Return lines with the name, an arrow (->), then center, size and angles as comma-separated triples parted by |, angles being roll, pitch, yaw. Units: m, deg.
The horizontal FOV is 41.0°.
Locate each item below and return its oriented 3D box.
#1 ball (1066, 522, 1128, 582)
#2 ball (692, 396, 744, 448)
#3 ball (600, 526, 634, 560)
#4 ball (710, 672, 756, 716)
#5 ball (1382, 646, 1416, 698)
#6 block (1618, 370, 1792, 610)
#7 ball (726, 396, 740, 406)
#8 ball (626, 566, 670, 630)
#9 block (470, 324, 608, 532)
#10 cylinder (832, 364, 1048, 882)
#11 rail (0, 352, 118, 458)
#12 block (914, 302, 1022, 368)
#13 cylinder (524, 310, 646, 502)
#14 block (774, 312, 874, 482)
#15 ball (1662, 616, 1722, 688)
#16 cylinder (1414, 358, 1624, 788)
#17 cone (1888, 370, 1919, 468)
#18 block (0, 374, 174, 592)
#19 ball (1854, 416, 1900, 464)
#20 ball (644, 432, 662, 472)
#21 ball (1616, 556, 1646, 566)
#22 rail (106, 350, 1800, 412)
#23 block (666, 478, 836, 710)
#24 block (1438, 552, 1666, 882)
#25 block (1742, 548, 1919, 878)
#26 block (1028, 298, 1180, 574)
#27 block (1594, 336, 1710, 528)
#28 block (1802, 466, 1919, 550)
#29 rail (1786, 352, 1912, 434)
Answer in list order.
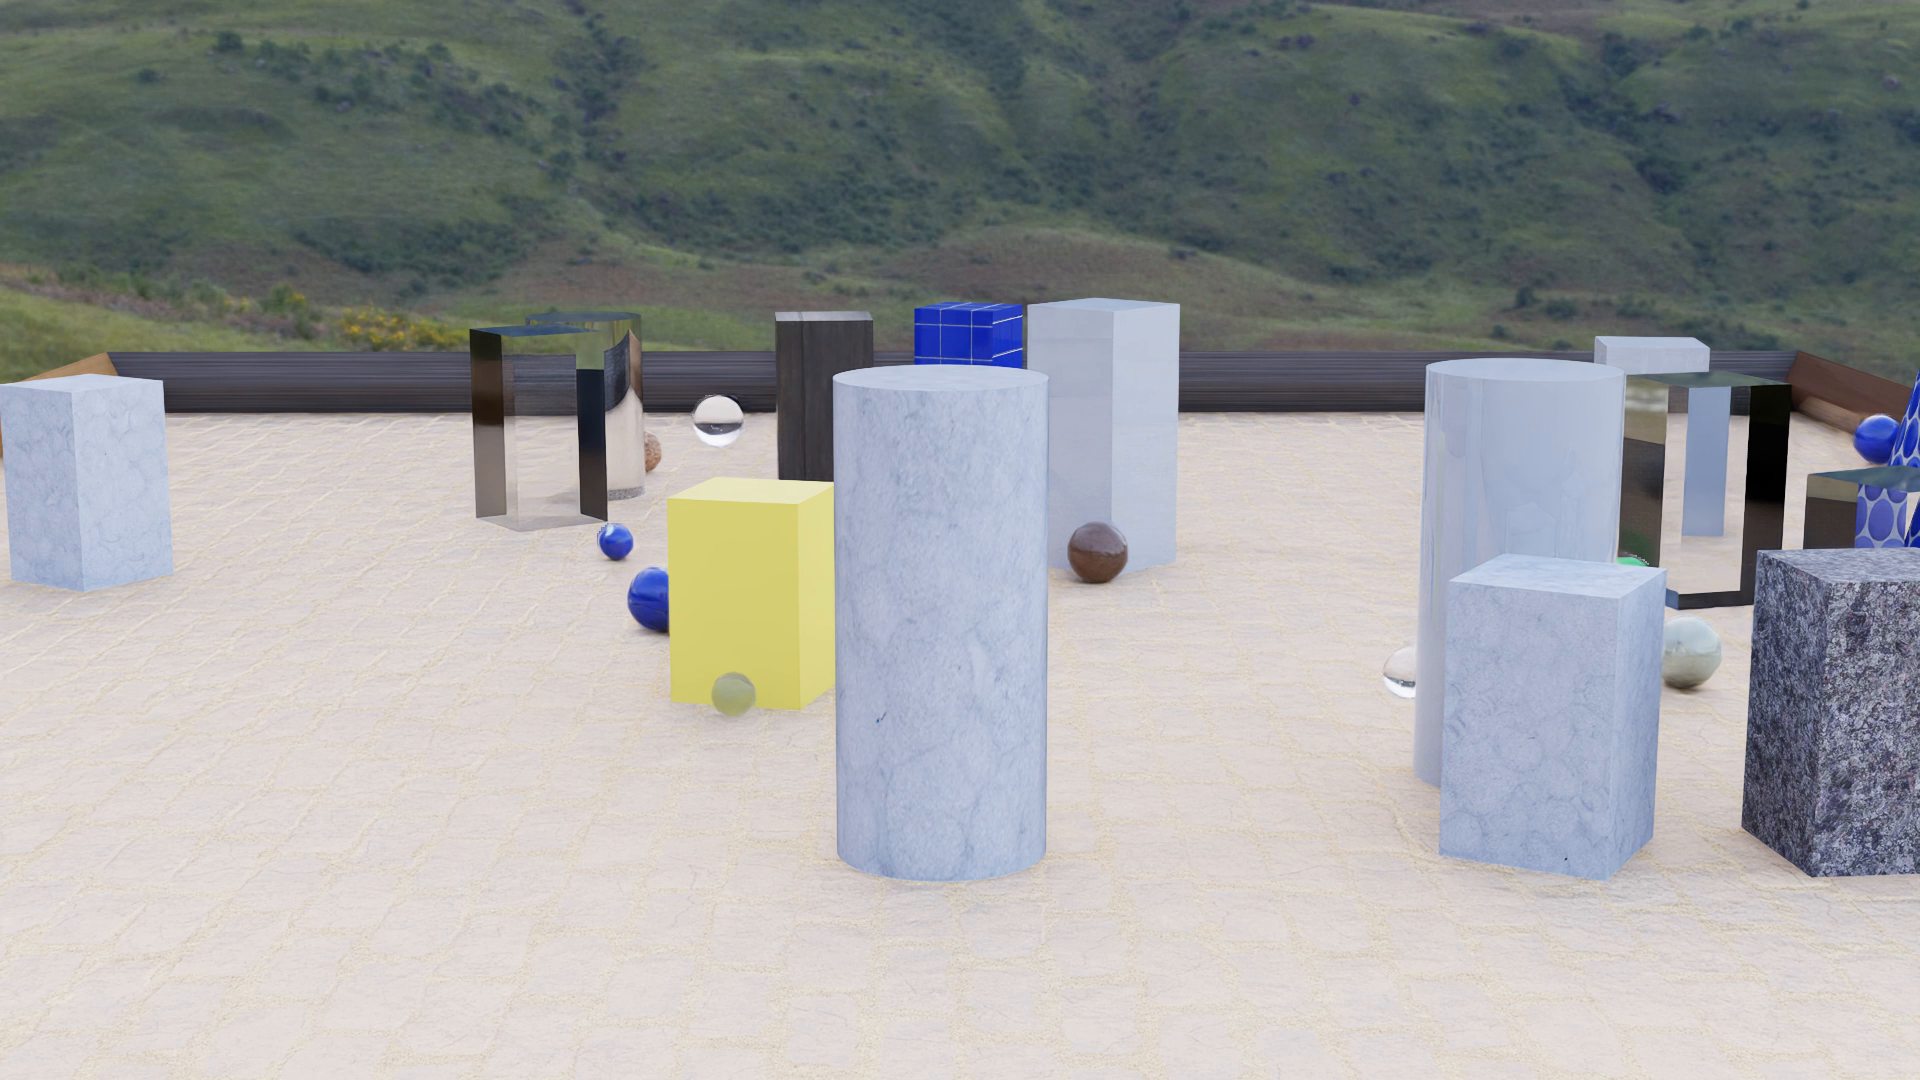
ball -> 0.196, 0.017, 3.651 | 0.088, 0.088, 0.088 | 0, 10, 0
ball -> -0.466, -0.228, 4.946 | 0.098, 0.098, 0.098 | 0, 10, 0
ball -> -0.512, 0.003, 3.827 | 0.051, 0.051, 0.051 | 0, 10, 0
ball -> -0.256, 0.175, 2.901 | 0.051, 0.051, 0.051 | 0, 10, 0
ball -> 0.522, 0.155, 2.983 | 0.060, 0.060, 0.060 | 0, 10, 0
block -> 1.023, -0.071, 3.538 | 0.158, 0.302, 0.158 | -3, 11, -16
ball -> -0.484, -0.284, 5.404 | 0.042, 0.042, 0.042 | 0, 10, 0
ball -> -0.392, 0.076, 3.342 | 0.084, 0.084, 0.084 | 0, 10, 0
block -> -0.678, -0.184, 4.131 | 0.158, 0.309, 0.158 | -7, 13, -35
cylinder -> -0.017, 0.071, 2.373 | 0.197, 0.446, 0.197 | 0, 10, 0
rail -> -1.770, 0.035, 3.439 | 0.045, 0.128, 4.052 | 0, 10, 0
block -> 0.017, -0.306, 4.877 | 0.158, 0.276, 0.158 | 4, 11, 21
cylinder -> -0.641, -0.231, 4.393 | 0.197, 0.305, 0.197 | 0, 10, 0
block -> -0.227, -0.217, 4.290 | 0.158, 0.315, 0.158 | -1, 11, -5
ball -> 0.859, 0.132, 3.038 | 0.085, 0.085, 0.085 | 0, 10, 0
cylinder -> 0.571, 0.035, 2.634 | 0.197, 0.423, 0.197 | 0, 10, 0
cone -> 1.433, -0.167, 3.766 | 0.197, 0.407, 0.197 | 0, 10, 0
block -> -1.249, -0.085, 3.672 | 0.158, 0.281, 0.158 | 7, 12, 32
ball -> 1.698, -0.186, 4.739 | 0.090, 0.090, 0.090 | 0, 10, 0
ball -> -0.576, -0.159, 4.634 | 0.076, 0.076, 0.076 | 0, 10, 0
ball -> 0.912, 0.055, 3.509 | 0.065, 0.065, 0.065 | 0, 10, 0
rail -> -0.012, -0.332, 5.417 | 3.587, 0.128, 0.045 | 0, 10, 0
block -> -0.238, 0.060, 3.006 | 0.158, 0.239, 0.158 | 3, 11, 15
block -> 0.555, 0.161, 2.399 | 0.158, 0.261, 0.158 | 6, 12, 30
block -> 0.843, 0.157, 2.390 | 0.158, 0.273, 0.158 | -1, 11, -6
block -> 0.210, -0.155, 3.772 | 0.158, 0.382, 0.158 | 9, 14, 40
block -> 1.107, -0.175, 4.133 | 0.158, 0.289, 0.158 | 1, 11, 7
block -> 1.131, 0.044, 3.093 | 0.158, 0.239, 0.158 | -5, 12, -26
rail -> 1.770, 0.031, 3.459 | 0.045, 0.128, 4.052 | 0, 10, 0
